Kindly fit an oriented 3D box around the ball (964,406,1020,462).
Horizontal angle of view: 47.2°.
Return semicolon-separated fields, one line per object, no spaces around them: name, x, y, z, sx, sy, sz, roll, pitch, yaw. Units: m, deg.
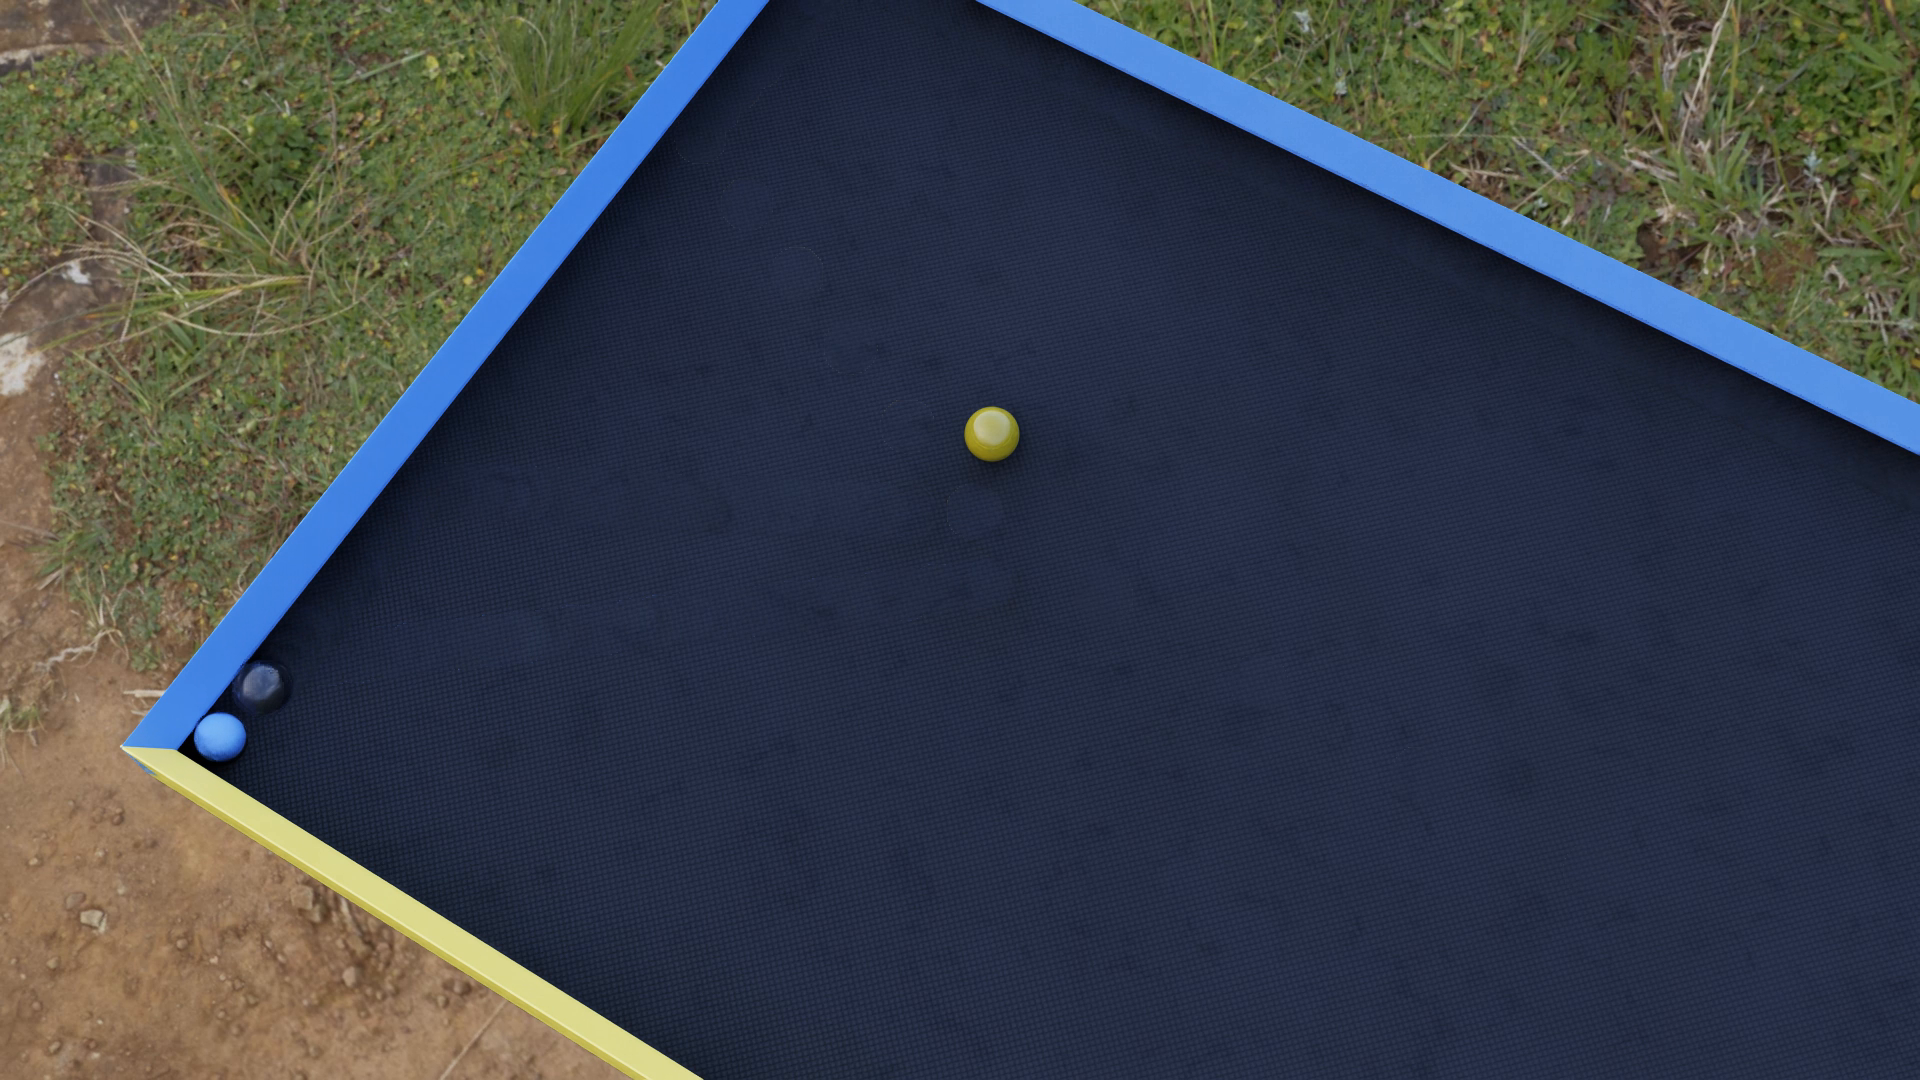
ball;0.053;-0.175;3.629;0.092;0.092;0.092;0;65;0

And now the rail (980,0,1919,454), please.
rail;1.258;-0.334;3.686;3.574;0.119;0.045;29;68;12

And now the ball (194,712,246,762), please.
ball;-1.150;0.307;3.416;0.077;0.077;0.077;0;65;0

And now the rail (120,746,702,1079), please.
rail;0.275;1.154;3.001;3.574;0.119;0.045;29;68;12

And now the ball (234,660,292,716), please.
ball;-1.092;0.231;3.444;0.089;0.089;0.089;0;65;0

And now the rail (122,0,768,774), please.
rail;-0.746;-0.414;3.723;0.045;0.119;1.958;29;68;12
